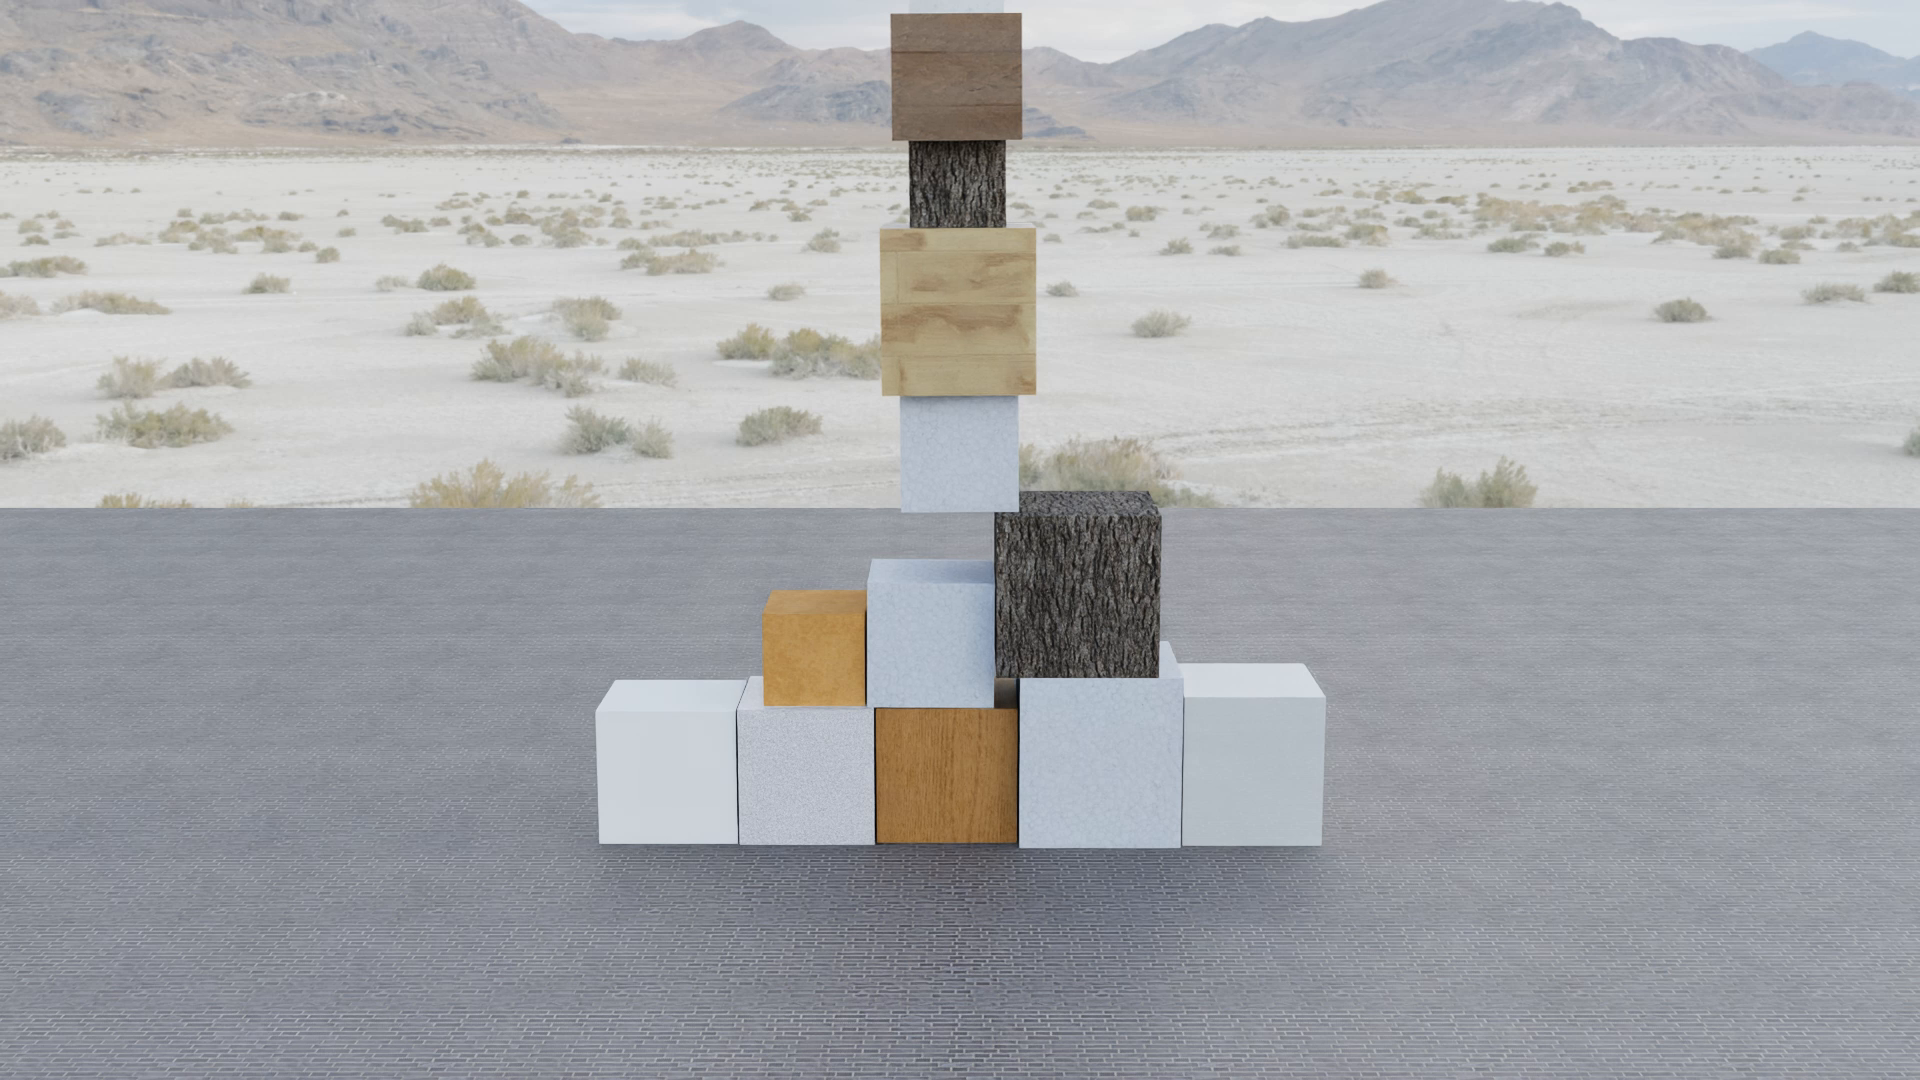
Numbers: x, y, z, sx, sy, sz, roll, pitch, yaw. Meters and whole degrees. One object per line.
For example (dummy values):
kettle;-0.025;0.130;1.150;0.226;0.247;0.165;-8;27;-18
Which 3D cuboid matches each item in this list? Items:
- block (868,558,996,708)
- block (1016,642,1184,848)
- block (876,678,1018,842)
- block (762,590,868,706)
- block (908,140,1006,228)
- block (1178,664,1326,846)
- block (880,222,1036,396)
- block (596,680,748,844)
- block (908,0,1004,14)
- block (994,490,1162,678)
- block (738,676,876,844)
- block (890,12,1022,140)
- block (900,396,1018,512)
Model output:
block;-0.145;0.472;11.277;0.636;0.638;0.631;1;10;0
block;0.704;1.043;11.375;0.811;0.878;0.822;0;10;0
block;-0.066;1.131;11.397;0.709;0.697;0.658;0;10;0
block;-0.731;0.549;11.298;0.511;0.473;0.594;0;10;0
block;-0.012;-1.760;10.845;0.467;0.414;0.461;0;10;0
block;1.471;1.098;11.376;0.705;0.769;0.722;0;10;0
block;-0.007;-1.165;10.977;0.750;0.805;0.762;0;10;0
block;-1.473;1.138;11.378;0.700;0.690;0.652;0;10;0
block;-0.020;-2.764;10.667;0.454;0.443;0.385;0;10;0
block;0.583;0.213;11.215;0.806;0.813;0.803;0;10;0
block;-0.772;1.131;11.384;0.682;0.703;0.698;0;10;0
block;-0.016;-2.258;10.777;0.621;0.590;0.716;0;10;0
block;-0.002;-0.480;11.110;0.582;0.590;0.588;0;10;0
